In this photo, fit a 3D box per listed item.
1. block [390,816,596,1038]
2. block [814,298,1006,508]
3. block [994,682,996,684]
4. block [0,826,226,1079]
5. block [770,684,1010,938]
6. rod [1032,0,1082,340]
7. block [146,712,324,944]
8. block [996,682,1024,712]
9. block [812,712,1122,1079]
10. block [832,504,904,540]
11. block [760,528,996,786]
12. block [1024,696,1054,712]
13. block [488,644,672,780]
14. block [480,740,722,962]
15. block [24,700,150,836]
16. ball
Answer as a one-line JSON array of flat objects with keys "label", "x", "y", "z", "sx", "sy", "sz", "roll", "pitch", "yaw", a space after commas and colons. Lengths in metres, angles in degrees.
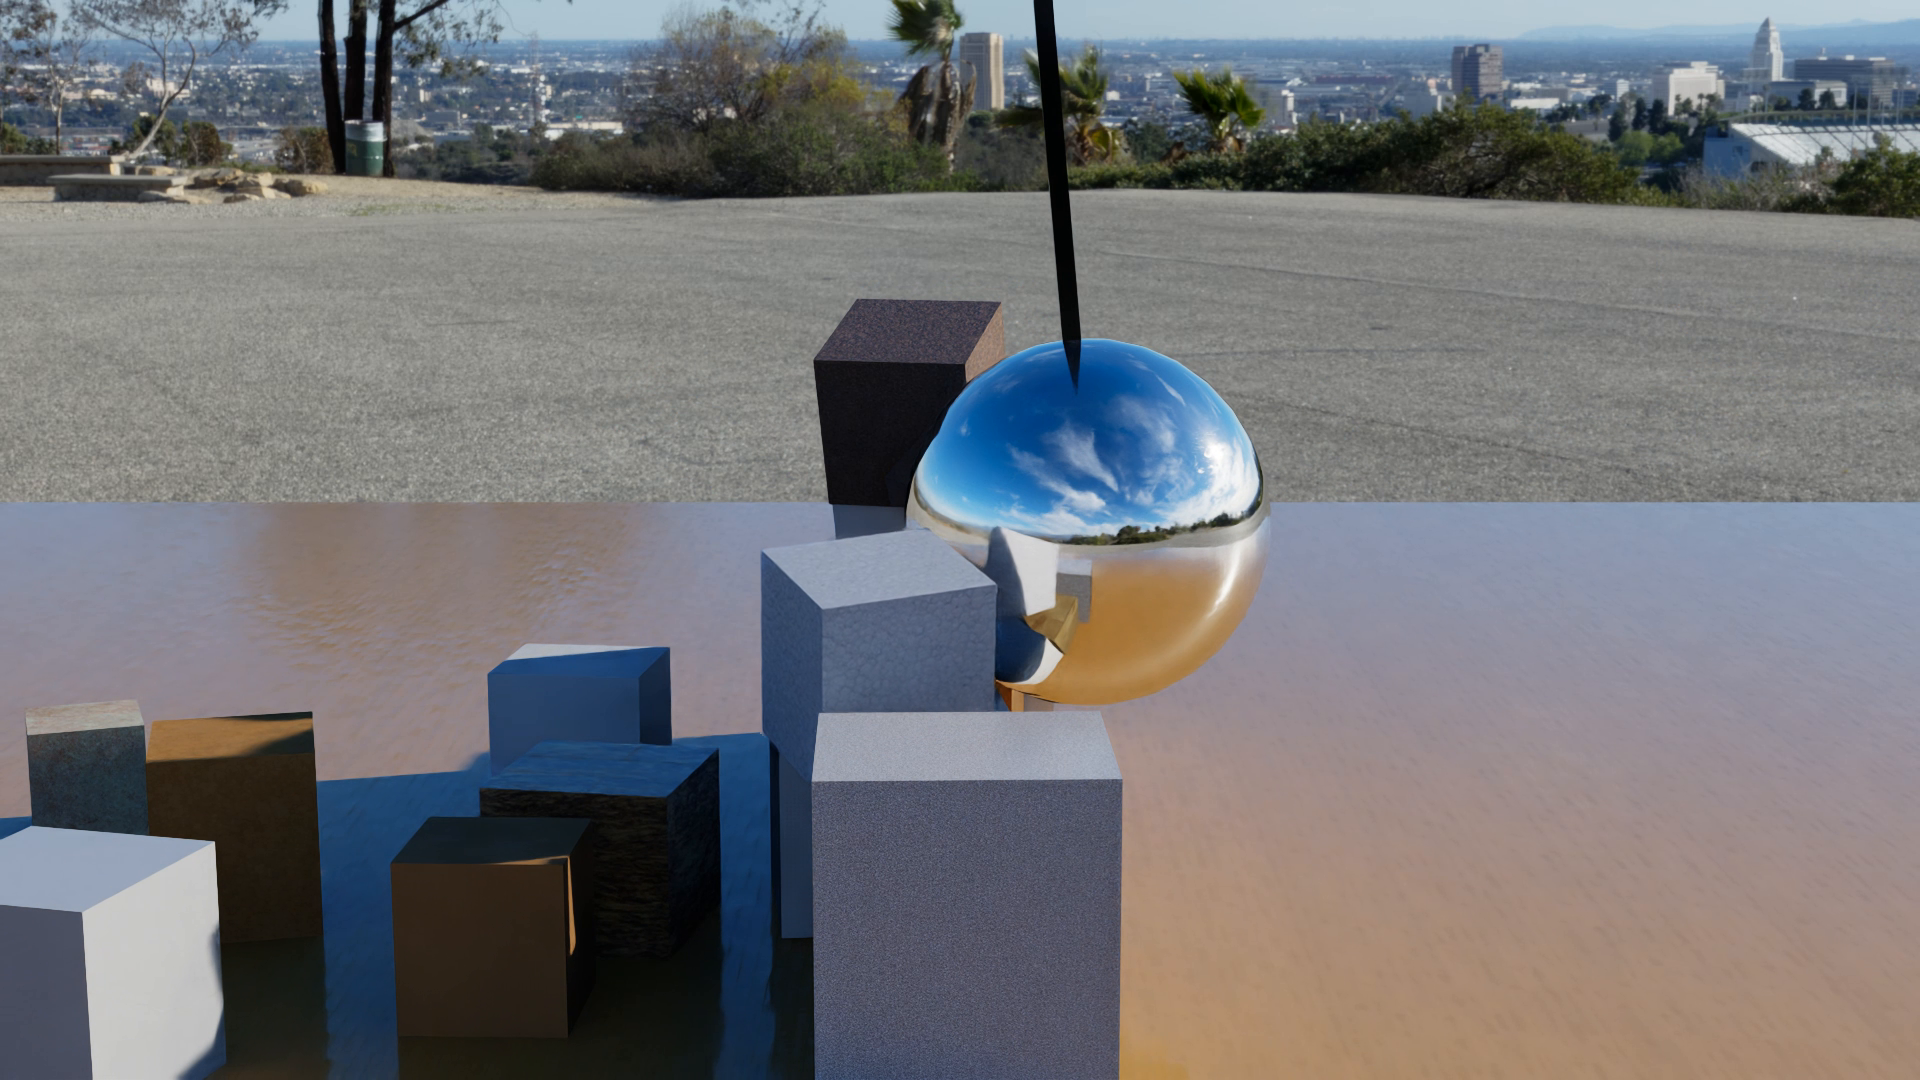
[{"label": "block", "x": -1.752, "y": 1.455, "z": 9.709, "sx": 0.634, "sy": 0.664, "sz": 0.596, "roll": 0, "pitch": 10, "yaw": 2}, {"label": "block", "x": -0.208, "y": -0.648, "z": 12.081, "sx": 0.714, "sy": 0.734, "sz": 0.741, "roll": 3, "pitch": 28, "yaw": 14}, {"label": "block", "x": -0.274, "y": 0.938, "z": 11.942, "sx": 0.817, "sy": 0.882, "sz": 0.755, "roll": 1, "pitch": 10, "yaw": 6}, {"label": "block", "x": -3.099, "y": 1.526, "z": 8.862, "sx": 0.743, "sy": 0.827, "sz": 0.805, "roll": 3, "pitch": 11, "yaw": 15}, {"label": "block", "x": -0.312, "y": 1.100, "z": 11.000, "sx": 0.963, "sy": 0.901, "sz": 0.965, "roll": -1, "pitch": 10, "yaw": -7}, {"label": "rod", "x": 0.240, "y": -3.410, "z": 10.560, "sx": 0.080, "sy": 5.200, "sz": 0.080, "roll": -5, "pitch": 10, "yaw": 1}, {"label": "block", "x": -3.039, "y": 1.203, "z": 10.779, "sx": 0.661, "sy": 0.777, "sz": 0.712, "roll": -3, "pitch": 11, "yaw": -15}, {"label": "block", "x": -0.067, "y": 0.821, "z": 12.661, "sx": 0.709, "sy": 0.855, "sz": 0.734, "roll": 1, "pitch": 10, "yaw": 6}, {"label": "block", "x": 0.012, "y": 1.293, "z": 9.256, "sx": 1.054, "sy": 1.145, "sz": 0.944, "roll": 0, "pitch": 10, "yaw": -2}, {"label": "block", "x": -0.096, "y": -0.100, "z": 12.617, "sx": 0.788, "sy": 0.743, "sz": 0.890, "roll": 3, "pitch": 28, "yaw": 14}, {"label": "block", "x": -0.328, "y": 0.470, "z": 10.052, "sx": 0.711, "sy": 0.782, "sz": 0.672, "roll": -8, "pitch": 22, "yaw": -23}, {"label": "block", "x": 0.012, "y": 0.594, "z": 13.473, "sx": 0.970, "sy": 1.012, "sz": 0.907, "roll": 0, "pitch": 10, "yaw": 2}, {"label": "block", "x": -1.877, "y": 0.912, "z": 12.752, "sx": 0.746, "sy": 0.644, "sz": 0.676, "roll": 1, "pitch": 10, "yaw": 6}, {"label": "block", "x": -1.478, "y": 1.273, "z": 10.664, "sx": 0.779, "sy": 0.679, "sz": 0.774, "roll": 2, "pitch": 10, "yaw": 10}, {"label": "block", "x": -4.097, "y": 1.092, "z": 12.043, "sx": 0.508, "sy": 0.542, "sz": 0.540, "roll": -4, "pitch": 11, "yaw": -21}, {"label": "ball", "x": 0.553, "y": -0.079, "z": 11.166, "sx": 1.600, "sy": 1.600, "sz": 1.600, "roll": 0, "pitch": 10, "yaw": 0}]
